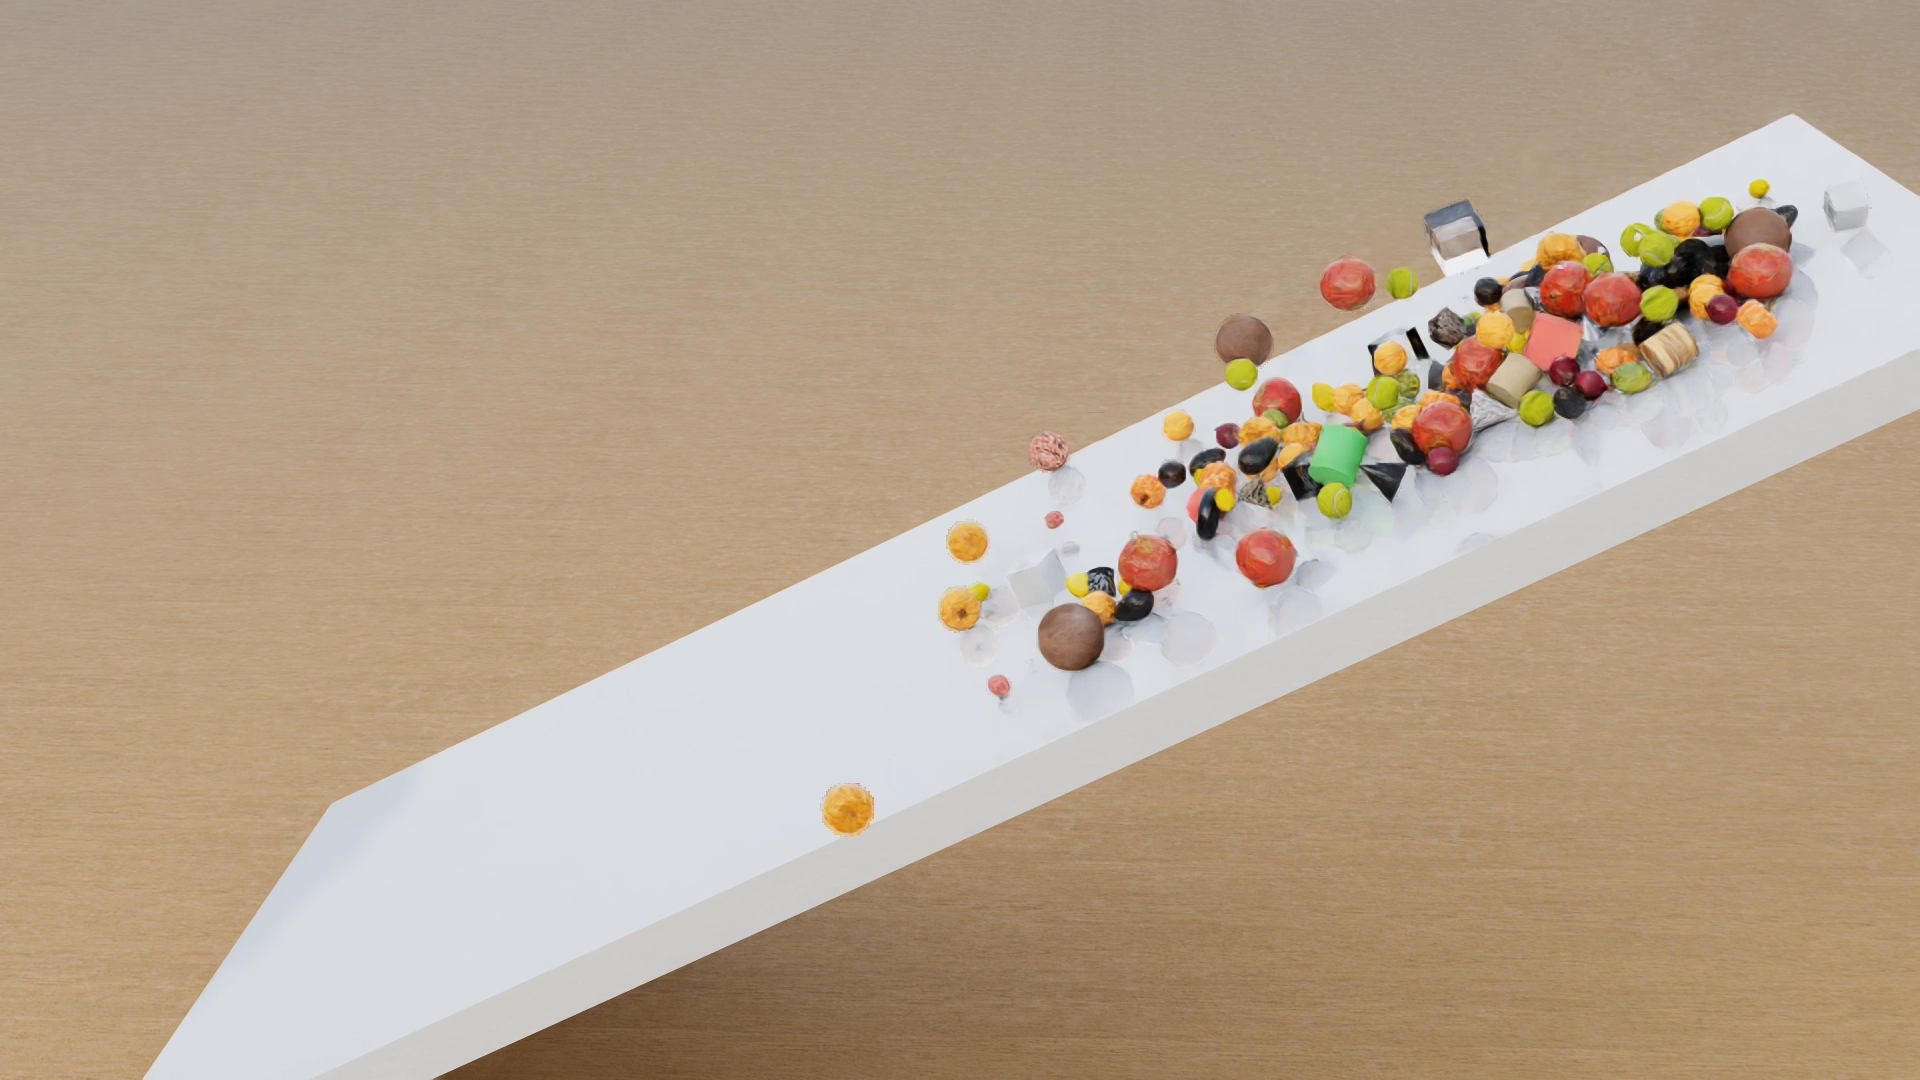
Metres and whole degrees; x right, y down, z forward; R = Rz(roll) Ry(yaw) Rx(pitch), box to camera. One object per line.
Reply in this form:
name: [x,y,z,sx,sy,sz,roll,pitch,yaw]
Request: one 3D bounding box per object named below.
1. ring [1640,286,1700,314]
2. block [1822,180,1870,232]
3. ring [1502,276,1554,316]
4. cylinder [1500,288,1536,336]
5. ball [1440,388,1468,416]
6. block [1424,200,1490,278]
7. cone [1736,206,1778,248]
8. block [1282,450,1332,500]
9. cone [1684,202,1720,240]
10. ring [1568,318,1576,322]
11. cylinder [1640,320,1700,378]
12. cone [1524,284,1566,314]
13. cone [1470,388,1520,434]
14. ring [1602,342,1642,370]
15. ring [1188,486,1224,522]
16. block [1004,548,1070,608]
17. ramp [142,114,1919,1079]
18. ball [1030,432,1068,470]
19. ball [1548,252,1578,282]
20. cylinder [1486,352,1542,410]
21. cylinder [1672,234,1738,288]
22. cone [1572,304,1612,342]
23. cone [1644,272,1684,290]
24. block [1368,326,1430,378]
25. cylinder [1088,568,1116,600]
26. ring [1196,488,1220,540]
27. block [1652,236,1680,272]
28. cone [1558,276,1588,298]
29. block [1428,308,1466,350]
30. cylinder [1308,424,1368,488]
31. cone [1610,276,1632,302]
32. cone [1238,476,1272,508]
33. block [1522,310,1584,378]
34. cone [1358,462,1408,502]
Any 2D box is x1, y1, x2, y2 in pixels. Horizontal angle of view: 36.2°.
ring: [1.409,-0.476,5.842,0.117,0.039,0.117,-8,-3,0]
block: [1.743,-0.657,5.787,0.066,0.066,0.066,-11,56,3]
ring: [1.196,-0.503,6.186,0.113,0.113,0.038,-3,-19,-10]
cylinder: [1.157,-0.472,6.093,0.072,0.072,0.072,1,37,5]
ball: [0.999,-0.280,5.944,0.054,0.054,0.054,0,17,0]
block: [1.023,-0.621,6.057,0.097,0.097,0.097,-20,43,0]
cone: [1.613,-0.660,6.027,0.088,0.088,0.088,39,-2,-28]
block: [0.710,-0.134,5.923,0.073,0.073,0.073,-38,17,-36]
cone: [1.571,-0.688,6.290,0.082,0.082,0.082,-26,14,7]
ring: [1.246,-0.429,6.073,0.092,0.031,0.092,-25,15,7]
cylinder: [1.330,-0.357,5.516,0.079,0.079,0.079,-33,21,-2]
cone: [1.207,-0.503,6.018,0.077,0.077,0.077,-32,17,5]
cone: [1.052,-0.250,5.762,0.091,0.091,0.091,2,16,22]
ring: [1.287,-0.358,5.723,0.080,0.027,0.080,-20,23,9]
ring: [0.507,-0.070,6.059,0.083,0.083,0.028,-5,14,-17]
block: [0.163,0.080,6.167,0.083,0.083,0.083,-17,17,38]
ramp: [0.139,0.168,6.281,4.000,0.100,2.000,-25,14,10]
ball: [0.216,-0.216,7.131,0.095,0.095,0.095,0,17,0]
ball: [1.262,-0.570,6.148,0.062,0.062,0.062,0,17,0]
cylinder: [1.081,-0.311,5.739,0.079,0.079,0.079,-52,35,-10]
cylinder: [1.489,-0.559,5.880,0.097,0.097,0.097,14,20,40]
cone: [1.264,-0.454,5.962,0.080,0.080,0.080,-8,29,-26]
cone: [1.411,-0.521,5.929,0.076,0.076,0.076,21,16,-6]
block: [0.961,-0.411,6.443,0.082,0.082,0.082,-33,15,-22]
cylinder: [0.285,0.088,5.912,0.053,0.053,0.053,-3,-17,-1]
ring: [0.505,-0.054,5.972,0.036,0.109,0.109,9,18,11]
block: [1.464,-0.578,6.038,0.054,0.054,0.054,-33,32,6]
cone: [1.326,-0.537,6.321,0.064,0.064,0.064,-13,31,-37]
block: [0.996,-0.431,6.016,0.053,0.053,0.053,31,37,-24]
cylinder: [0.750,-0.166,5.840,0.095,0.095,0.095,19,-19,7]
cone: [1.381,-0.530,6.090,0.050,0.050,0.050,10,49,-12]
cone: [0.602,-0.083,5.888,0.065,0.065,0.065,42,9,-15]
block: [1.172,-0.388,5.818,0.094,0.094,0.094,18,15,6]
cone: [0.800,-0.127,5.619,0.085,0.085,0.085,24,20,4]
